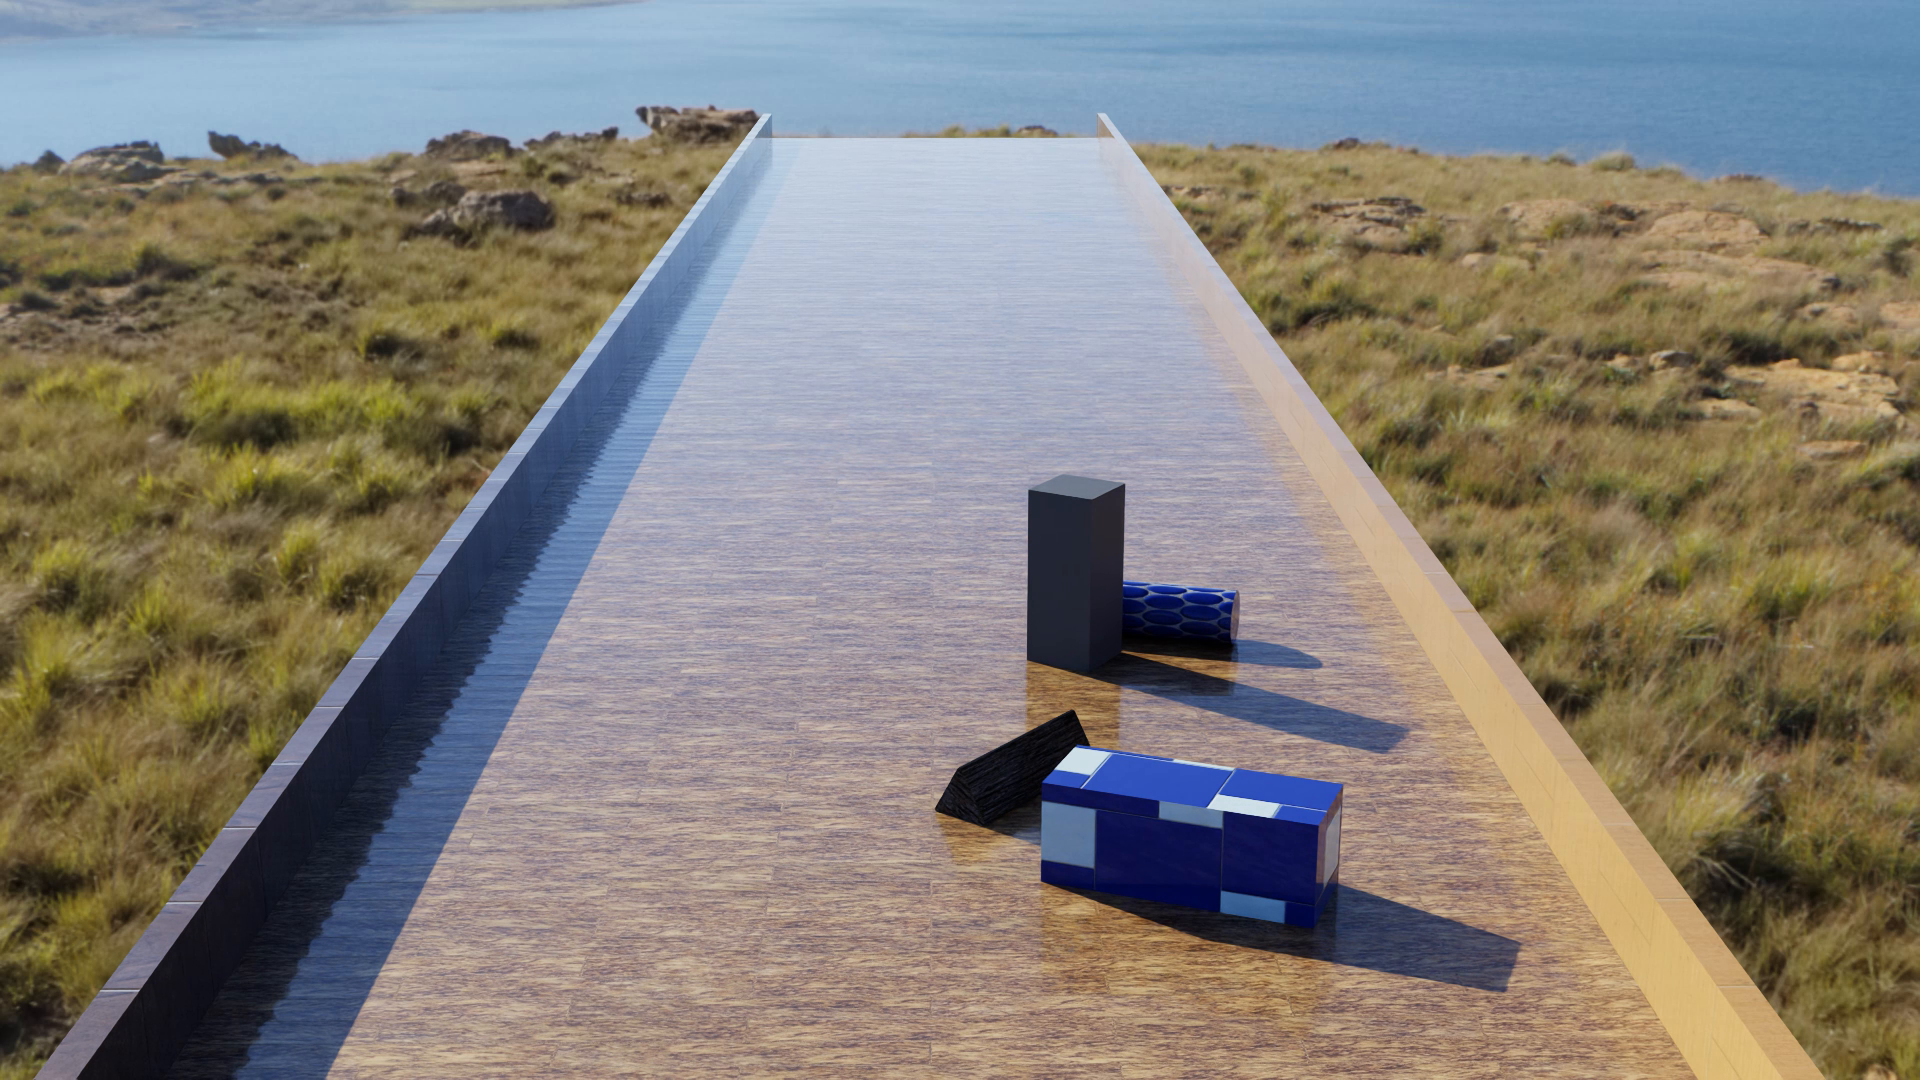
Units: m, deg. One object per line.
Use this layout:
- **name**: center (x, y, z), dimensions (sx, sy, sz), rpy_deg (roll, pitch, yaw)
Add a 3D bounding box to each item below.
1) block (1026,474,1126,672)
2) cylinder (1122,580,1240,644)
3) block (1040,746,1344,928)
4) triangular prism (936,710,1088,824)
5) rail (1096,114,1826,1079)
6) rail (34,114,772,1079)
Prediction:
- **block**: center (0.231, 0.064, 4.388), dimensions (0.141, 0.355, 0.141), rpy_deg (10, 19, 30)
- **cylinder**: center (0.403, 0.145, 4.541), dimensions (0.333, 0.113, 0.113), rpy_deg (5, 17, 16)
- **block**: center (0.358, 0.454, 3.406), dimensions (0.432, 0.167, 0.167), rpy_deg (7, 18, 21)
- **triangular prism**: center (0.100, 0.381, 3.781), dimensions (0.102, 0.089, 0.337), rpy_deg (12, 20, 35)
- **rail**: center (0.932, -0.844, 7.801), dimensions (0.050, 0.150, 12.000), rpy_deg (0, 17, -1)
- **rail**: center (-1.118, -0.838, 7.780), dimensions (0.050, 0.150, 12.000), rpy_deg (0, 17, -1)
